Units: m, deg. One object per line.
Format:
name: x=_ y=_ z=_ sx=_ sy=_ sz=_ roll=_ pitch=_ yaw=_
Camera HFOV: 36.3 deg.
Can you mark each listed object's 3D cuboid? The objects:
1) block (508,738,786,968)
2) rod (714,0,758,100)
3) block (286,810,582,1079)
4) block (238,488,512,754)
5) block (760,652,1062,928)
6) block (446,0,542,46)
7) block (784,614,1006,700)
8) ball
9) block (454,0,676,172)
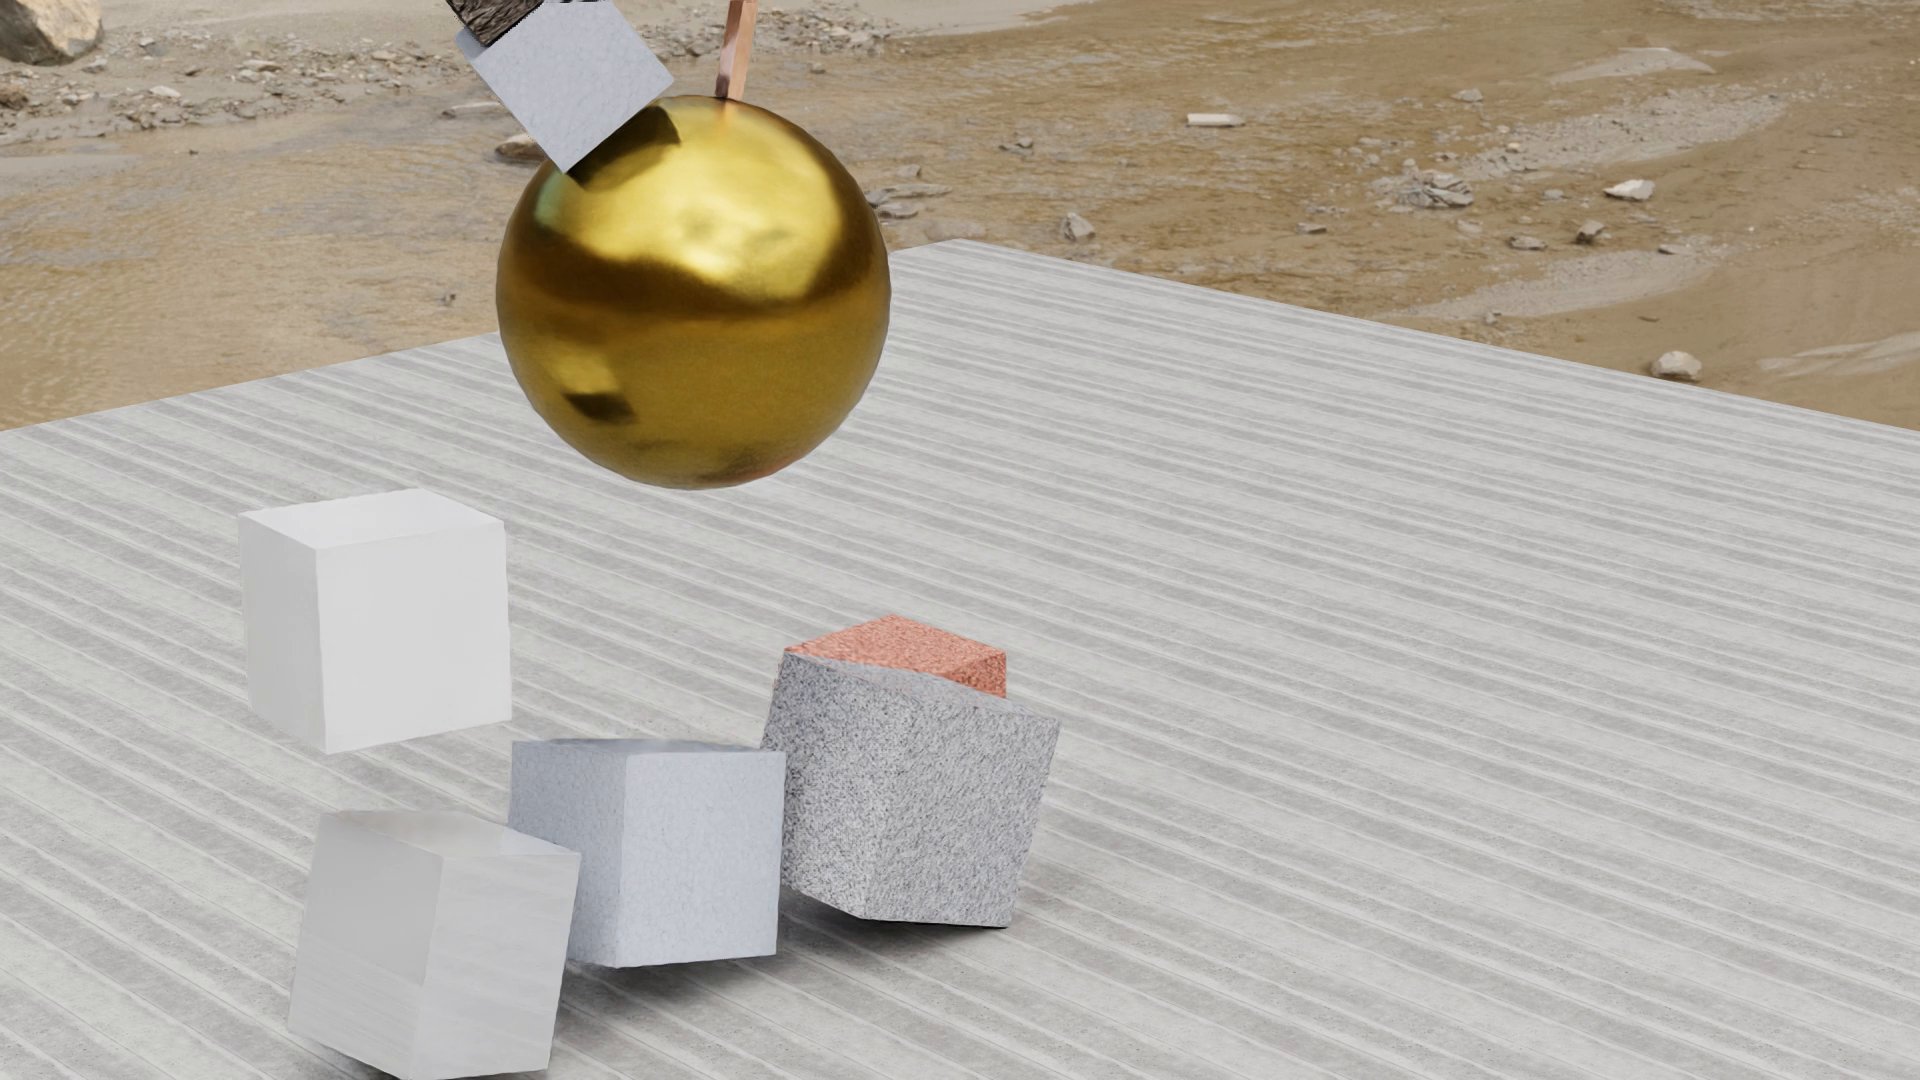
block: x=-1.320 y=1.290 z=12.290 sx=0.723 sy=0.855 sz=0.888 roll=2 pitch=-1 yaw=42
rod: x=-0.467 y=-4.319 z=11.495 sx=0.080 sy=5.200 sz=0.080 roll=17 pitch=9 yaw=42
block: x=-2.064 y=1.574 z=11.514 sx=0.764 sy=0.867 sz=0.696 roll=12 pitch=4 yaw=40
block: x=-2.244 y=0.293 z=11.259 sx=0.761 sy=0.782 sz=0.734 roll=-10 pitch=16 yaw=-34
block: x=-0.273 y=1.095 z=12.820 sx=0.822 sy=0.948 sz=0.958 roll=17 pitch=3 yaw=42
block: x=-1.792 y=-2.374 z=11.211 sx=0.647 sy=0.603 sz=0.604 roll=-39 pitch=25 yaw=-2
block: x=-0.307 y=0.932 z=13.929 sx=0.710 sy=0.869 sz=0.770 roll=-17 pitch=24 yaw=-42
ball: x=-1.077 y=-0.999 z=11.898 sx=1.600 sy=1.600 sz=1.600 roll=0 pitch=17 yaw=0
block: x=-1.550 y=-1.881 z=11.452 sx=0.560 sy=0.555 sz=0.593 roll=-40 pitch=25 yaw=0
